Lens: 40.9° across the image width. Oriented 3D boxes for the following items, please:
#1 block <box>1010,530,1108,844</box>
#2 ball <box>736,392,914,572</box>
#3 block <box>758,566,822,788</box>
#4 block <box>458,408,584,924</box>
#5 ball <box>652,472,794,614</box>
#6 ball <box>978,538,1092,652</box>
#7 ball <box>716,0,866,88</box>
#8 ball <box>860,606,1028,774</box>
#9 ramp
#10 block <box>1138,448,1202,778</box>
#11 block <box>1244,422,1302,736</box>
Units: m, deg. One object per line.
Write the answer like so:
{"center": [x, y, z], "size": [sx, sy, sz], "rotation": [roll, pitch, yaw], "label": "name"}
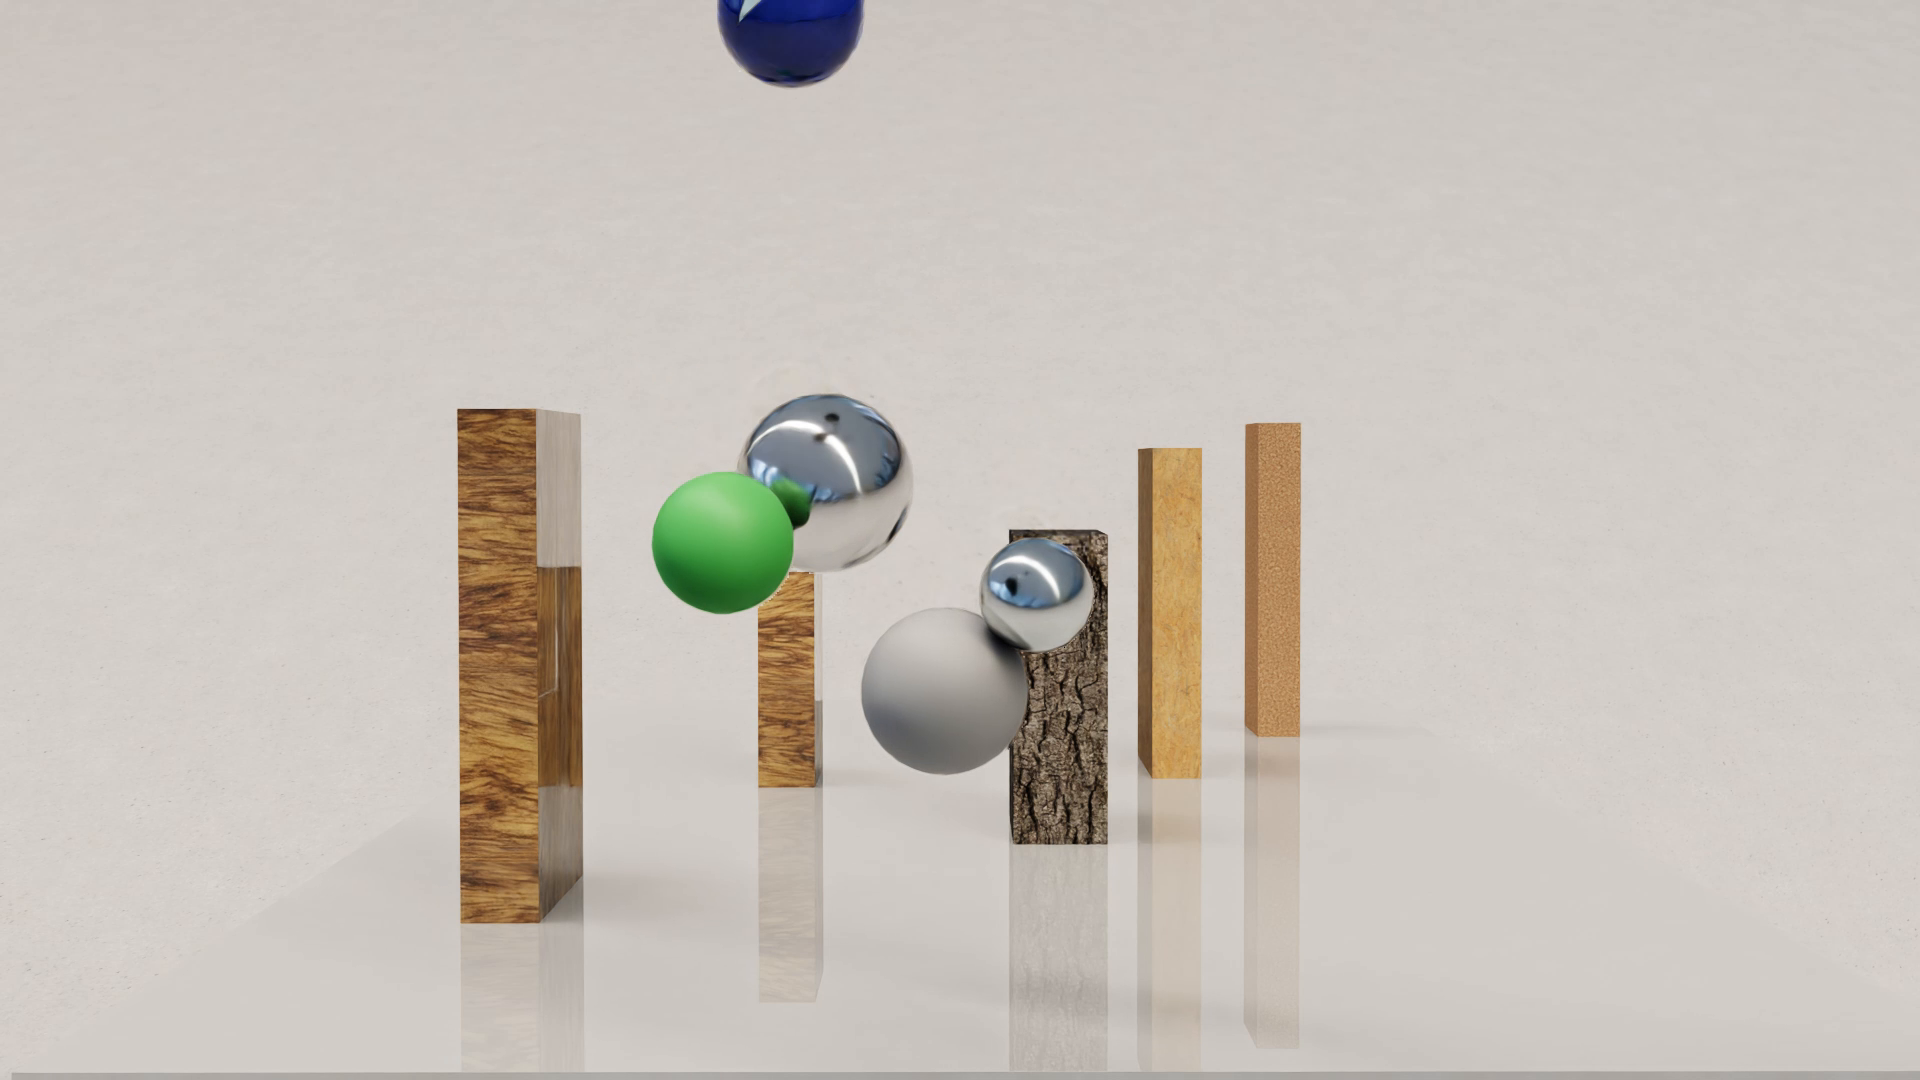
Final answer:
{"center": [0.159, 0.232, 4.234], "size": [0.149, 0.490, 0.334], "rotation": [0, 2, 0], "label": "block"}
{"center": [-0.138, -0.059, 2.629], "size": [0.183, 0.183, 0.183], "rotation": [0, 25, 0], "label": "ball"}
{"center": [-0.323, 0.255, 4.932], "size": [0.105, 0.402, 0.294], "rotation": [0, 2, 0], "label": "block"}
{"center": [-0.604, 0.160, 3.571], "size": [0.103, 0.674, 0.403], "rotation": [0, 2, 0], "label": "block"}
{"center": [-0.229, 0.003, 2.495], "size": [0.138, 0.138, 0.138], "rotation": [0, 25, 0], "label": "ball"}
{"center": [0.083, 0.060, 2.838], "size": [0.126, 0.126, 0.126], "rotation": [0, 25, 0], "label": "ball"}
{"center": [-0.153, -0.476, 2.329], "size": [0.134, 0.134, 0.134], "rotation": [0, 25, 0], "label": "ball"}
{"center": [-0.017, 0.169, 2.890], "size": [0.188, 0.188, 0.188], "rotation": [0, 25, 0], "label": "ball"}
{"center": [0.057, 0.517, 4.557], "size": [2.000, 0.100, 4.000], "rotation": [0, 2, 0], "label": "ramp"}
{"center": [0.414, 0.134, 5.113], "size": [0.093, 0.631, 0.403], "rotation": [0, 2, 0], "label": "block"}
{"center": [0.701, 0.084, 5.789], "size": [0.093, 0.690, 0.263], "rotation": [0, 2, 0], "label": "block"}
